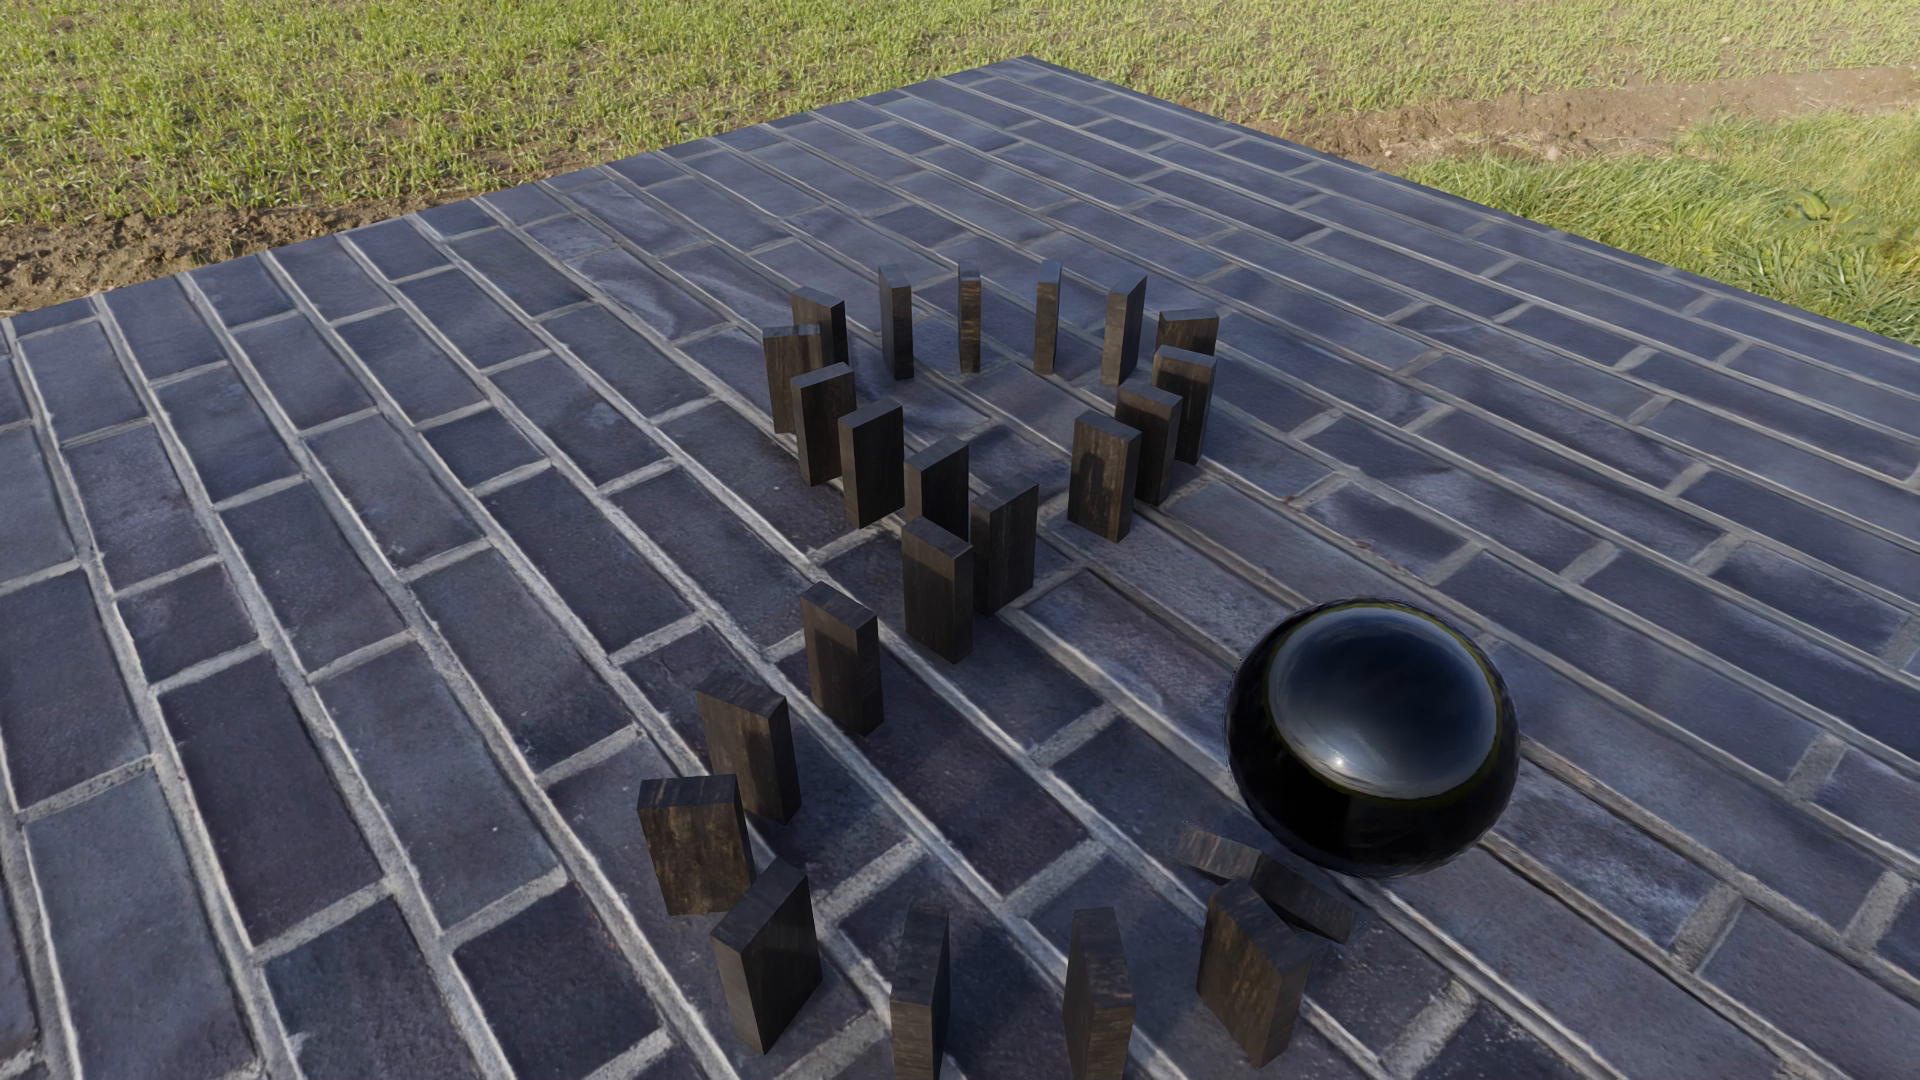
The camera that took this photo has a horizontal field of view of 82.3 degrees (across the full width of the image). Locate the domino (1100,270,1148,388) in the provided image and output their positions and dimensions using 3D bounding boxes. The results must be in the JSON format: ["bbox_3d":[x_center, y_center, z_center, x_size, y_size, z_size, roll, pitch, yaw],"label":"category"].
[{"bbox_3d":[0.080,-0.103,0.537,0.009,0.050,0.025,19,43,22],"label":"domino"}]

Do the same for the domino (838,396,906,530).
[{"bbox_3d":[-0.035,-0.031,0.449,0.025,0.050,0.009,-29,48,-31],"label":"domino"}]

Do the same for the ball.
[{"bbox_3d":[0.118,0.057,0.319,0.080,0.080,0.080,0,39,0],"label":"ball"}]

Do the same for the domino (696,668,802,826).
[{"bbox_3d":[-0.063,0.064,0.334,0.025,0.050,0.009,17,42,20],"label":"domino"}]

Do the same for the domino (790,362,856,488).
[{"bbox_3d":[-0.057,-0.049,0.472,0.025,0.050,0.009,-23,45,-25],"label":"domino"}]

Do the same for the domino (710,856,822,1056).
[{"bbox_3d":[-0.048,0.107,0.281,0.009,0.050,0.025,22,44,24],"label":"domino"}]

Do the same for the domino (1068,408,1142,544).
[{"bbox_3d":[0.058,-0.025,0.442,0.025,0.050,0.009,29,47,30],"label":"domino"}]

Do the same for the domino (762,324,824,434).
[{"bbox_3d":[-0.074,-0.073,0.500,0.025,0.050,0.009,-6,40,-7],"label":"domino"}]

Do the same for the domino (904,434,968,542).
[{"bbox_3d":[-0.009,-0.013,0.428,0.010,0.050,0.025,32,49,33],"label":"domino"}]

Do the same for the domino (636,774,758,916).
[{"bbox_3d":[-0.072,0.086,0.307,0.025,0.050,0.009,-3,39,-4],"label":"domino"}]

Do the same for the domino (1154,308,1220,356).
[{"bbox_3d":[0.104,-0.083,0.512,0.025,0.050,0.009,-5,40,-6],"label":"domino"}]

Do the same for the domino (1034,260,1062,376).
[{"bbox_3d":[0.043,-0.110,0.546,0.010,0.050,0.025,6,40,7],"label":"domino"}]

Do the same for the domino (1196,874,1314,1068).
[{"bbox_3d":[0.073,0.109,0.277,0.009,0.050,0.025,-25,45,-20],"label":"domino"}]

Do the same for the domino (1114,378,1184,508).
[{"bbox_3d":[0.077,-0.040,0.461,0.025,0.050,0.010,26,46,28],"label":"domino"}]

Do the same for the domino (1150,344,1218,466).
[{"bbox_3d":[0.096,-0.059,0.484,0.025,0.050,0.009,18,43,21],"label":"domino"}]

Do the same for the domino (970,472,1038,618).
[{"bbox_3d":[0.016,0.002,0.409,0.025,0.050,0.009,-31,49,-32],"label":"domino"}]

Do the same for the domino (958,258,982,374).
[{"bbox_3d":[0.005,-0.111,0.547,0.010,0.050,0.025,-2,39,-3],"label":"domino"}]

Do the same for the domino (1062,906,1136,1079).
[{"bbox_3d":[0.033,0.116,0.270,0.009,0.050,0.025,-4,39,-4],"label":"domino"}]

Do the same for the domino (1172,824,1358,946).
[{"bbox_3d":[0.082,0.093,0.296,0.025,0.050,0.009,6,65,53],"label":"domino"}]

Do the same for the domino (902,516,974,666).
[{"bbox_3d":[-0.008,0.018,0.389,0.025,0.050,0.009,30,48,32],"label":"domino"}]

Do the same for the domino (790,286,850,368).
[{"bbox_3d":[-0.066,-0.094,0.526,0.025,0.050,0.009,25,46,28],"label":"domino"}]

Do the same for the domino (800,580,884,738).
[{"bbox_3d":[-0.039,0.040,0.363,0.025,0.050,0.009,28,47,30],"label":"domino"}]

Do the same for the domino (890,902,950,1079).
[{"bbox_3d":[-0.009,0.115,0.271,0.009,0.050,0.025,6,40,7],"label":"domino"}]

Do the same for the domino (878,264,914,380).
[{"bbox_3d":[-0.031,-0.107,0.542,0.010,0.050,0.025,-11,41,-14],"label":"domino"}]
